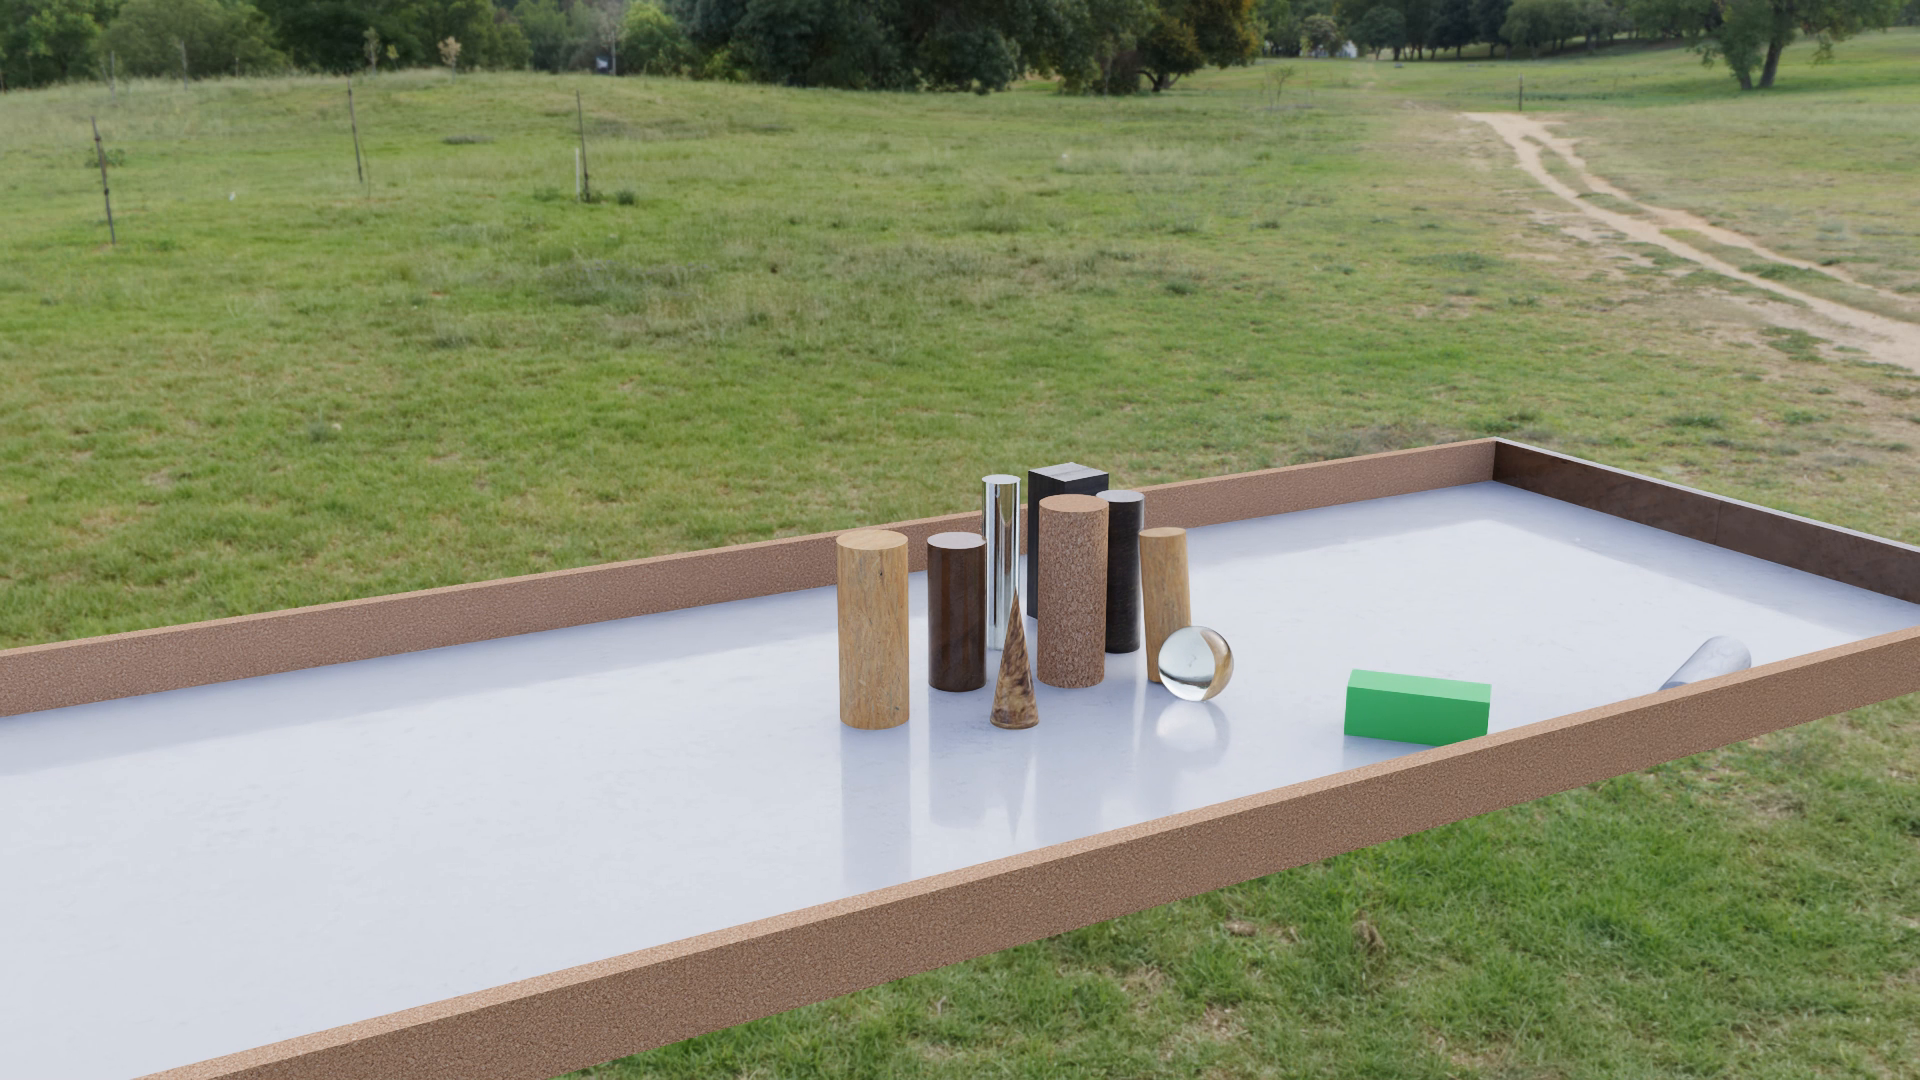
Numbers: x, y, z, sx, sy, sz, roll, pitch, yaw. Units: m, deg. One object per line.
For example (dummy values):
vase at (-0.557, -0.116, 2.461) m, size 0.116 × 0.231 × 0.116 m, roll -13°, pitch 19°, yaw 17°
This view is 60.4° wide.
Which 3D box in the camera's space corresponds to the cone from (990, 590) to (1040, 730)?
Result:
cone at (0.129, 0.265, 3.856) m, size 0.117 × 0.336 × 0.117 m, roll 0°, pitch 16°, yaw 0°

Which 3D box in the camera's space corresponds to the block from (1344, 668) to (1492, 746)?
block at (1.057, 0.392, 3.810) m, size 0.314 × 0.120 × 0.120 m, roll 5°, pitch 17°, yaw 18°

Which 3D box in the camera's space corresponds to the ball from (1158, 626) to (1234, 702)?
ball at (0.573, 0.300, 4.007) m, size 0.184 × 0.184 × 0.184 m, roll 0°, pitch 16°, yaw 0°

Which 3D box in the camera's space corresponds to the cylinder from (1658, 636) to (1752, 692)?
cylinder at (1.790, 0.342, 3.970) m, size 0.124 × 0.124 × 0.395 m, roll 12°, pitch 20°, yaw 36°

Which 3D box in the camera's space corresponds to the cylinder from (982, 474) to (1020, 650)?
cylinder at (0.107, 0.060, 4.347) m, size 0.100 × 0.454 × 0.100 m, roll 0°, pitch 16°, yaw 0°

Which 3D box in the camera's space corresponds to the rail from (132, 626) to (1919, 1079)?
rail at (-2.336, 1.006, 1.665) m, size 12.000 × 0.150 × 0.050 m, roll -9°, pitch 18°, yaw -27°

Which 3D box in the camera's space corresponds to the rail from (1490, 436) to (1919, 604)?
rail at (2.466, -0.048, 5.253) m, size 0.050 × 0.150 × 2.100 m, roll -9°, pitch 18°, yaw -27°

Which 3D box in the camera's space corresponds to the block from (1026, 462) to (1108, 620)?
block at (0.296, 0.014, 4.564) m, size 0.156 × 0.419 × 0.156 m, roll -12°, pitch 20°, yaw -35°

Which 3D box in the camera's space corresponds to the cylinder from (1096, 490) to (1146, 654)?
cylinder at (0.417, 0.083, 4.340) m, size 0.127 × 0.412 × 0.127 m, roll 0°, pitch 16°, yaw 0°

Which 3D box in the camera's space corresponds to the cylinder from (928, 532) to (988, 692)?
cylinder at (-0.007, 0.178, 4.093) m, size 0.148 × 0.370 × 0.148 m, roll 0°, pitch 16°, yaw 0°

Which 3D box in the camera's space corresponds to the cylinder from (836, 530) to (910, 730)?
cylinder at (-0.203, 0.209, 3.865) m, size 0.166 × 0.439 × 0.166 m, roll 0°, pitch 16°, yaw 0°

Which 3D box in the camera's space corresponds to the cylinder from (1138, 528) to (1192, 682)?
cylinder at (0.517, 0.162, 4.126) m, size 0.117 × 0.371 × 0.117 m, roll -5°, pitch 11°, yaw 1°

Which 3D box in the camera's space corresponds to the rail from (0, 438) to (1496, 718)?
rail at (-3.305, 0.497, 3.399) m, size 12.000 × 0.150 × 0.050 m, roll -9°, pitch 18°, yaw -27°

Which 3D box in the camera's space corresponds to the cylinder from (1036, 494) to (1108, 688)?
cylinder at (0.280, 0.127, 4.117) m, size 0.171 × 0.454 × 0.171 m, roll 0°, pitch 16°, yaw 0°
